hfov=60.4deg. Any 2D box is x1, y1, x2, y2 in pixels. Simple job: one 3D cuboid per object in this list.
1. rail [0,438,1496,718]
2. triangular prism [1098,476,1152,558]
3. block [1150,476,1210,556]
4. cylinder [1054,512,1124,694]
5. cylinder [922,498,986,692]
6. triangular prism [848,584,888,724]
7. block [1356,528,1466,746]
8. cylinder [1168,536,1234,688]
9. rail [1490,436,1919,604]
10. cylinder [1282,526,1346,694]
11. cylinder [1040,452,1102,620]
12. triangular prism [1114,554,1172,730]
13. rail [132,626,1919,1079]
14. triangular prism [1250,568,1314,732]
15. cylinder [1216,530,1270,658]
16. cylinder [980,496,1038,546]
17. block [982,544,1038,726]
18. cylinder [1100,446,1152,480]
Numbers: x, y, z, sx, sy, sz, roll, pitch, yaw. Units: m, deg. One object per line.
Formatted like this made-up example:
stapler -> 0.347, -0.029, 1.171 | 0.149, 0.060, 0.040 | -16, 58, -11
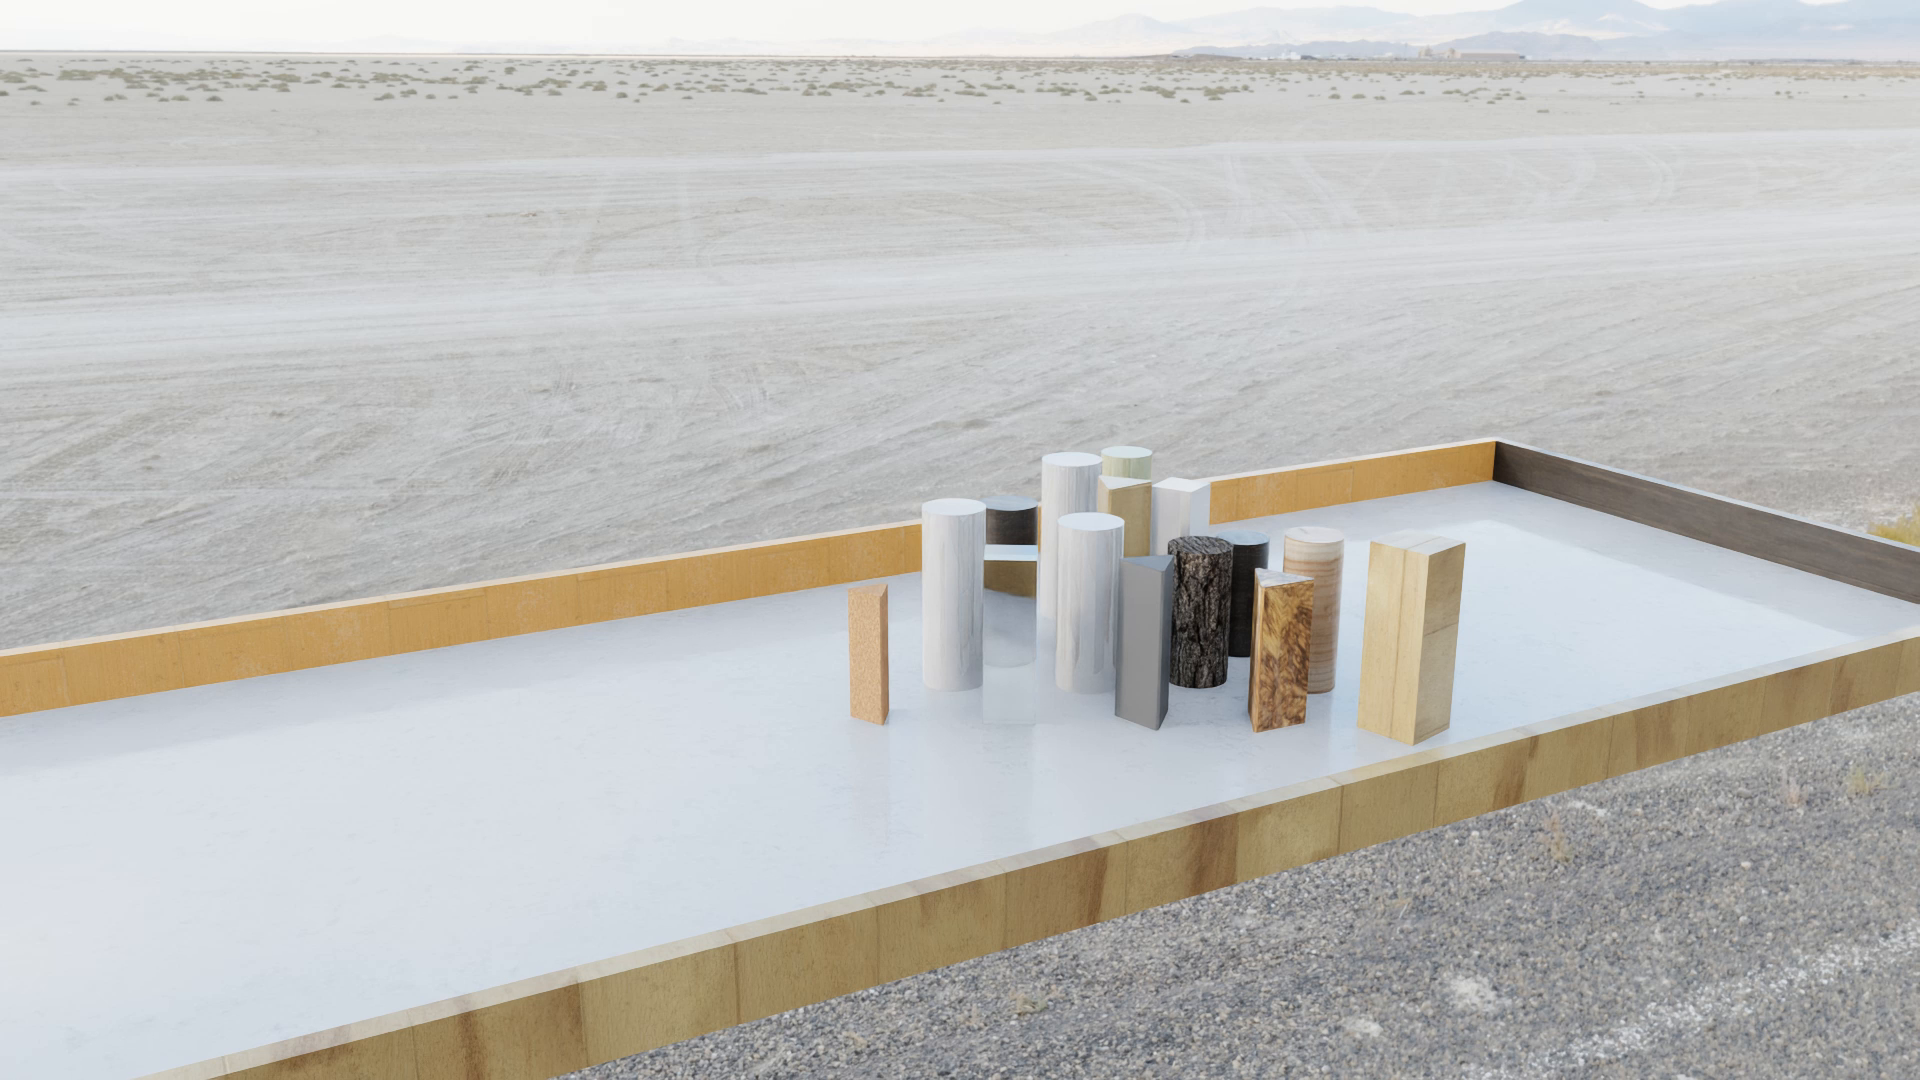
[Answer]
rail -> -3.305, 0.497, 3.399 | 12.000, 0.150, 0.050 | -9, 18, -27
triangular prism -> 0.404, 0.059, 4.360 | 0.144, 0.448, 0.125 | -12, 20, -35
block -> 0.611, 0.024, 4.615 | 0.123, 0.371, 0.123 | 11, 19, 32
cylinder -> 0.320, 0.156, 4.081 | 0.163, 0.420, 0.163 | 0, 16, 0
cylinder -> -0.015, 0.136, 4.090 | 0.158, 0.453, 0.158 | 0, 16, 0
triangular prism -> -0.197, 0.265, 3.888 | 0.098, 0.319, 0.084 | 11, 20, 34
block -> 1.037, 0.221, 3.796 | 0.152, 0.454, 0.152 | -15, 22, -40
cylinder -> 0.595, 0.179, 4.126 | 0.161, 0.349, 0.161 | 0, 16, 0
rail -> 2.466, -0.048, 5.253 | 0.050, 0.150, 2.100 | -9, 18, -27
cylinder -> 0.866, 0.173, 4.077 | 0.145, 0.389, 0.145 | 0, 16, 0
cylinder -> 0.309, -0.010, 4.600 | 0.167, 0.444, 0.167 | 0, 16, 0
triangular prism -> 0.456, 0.233, 3.872 | 0.114, 0.390, 0.132 | -15, 22, -41
rail -> -2.336, 1.006, 1.665 | 12.000, 0.150, 0.050 | -9, 18, -27
triangular prism -> 0.723, 0.252, 3.866 | 0.144, 0.355, 0.124 | -8, 18, -25
cylinder -> 0.736, 0.140, 4.333 | 0.139, 0.307, 0.139 | 0, 16, 0
cylinder -> 0.126, 0.091, 4.349 | 0.156, 0.392, 0.156 | 0, 16, 0
block -> 0.118, 0.223, 3.876 | 0.123, 0.405, 0.123 | 1, 16, 3
cylinder -> 0.482, -0.058, 4.822 | 0.147, 0.411, 0.147 | 0, 16, 0
